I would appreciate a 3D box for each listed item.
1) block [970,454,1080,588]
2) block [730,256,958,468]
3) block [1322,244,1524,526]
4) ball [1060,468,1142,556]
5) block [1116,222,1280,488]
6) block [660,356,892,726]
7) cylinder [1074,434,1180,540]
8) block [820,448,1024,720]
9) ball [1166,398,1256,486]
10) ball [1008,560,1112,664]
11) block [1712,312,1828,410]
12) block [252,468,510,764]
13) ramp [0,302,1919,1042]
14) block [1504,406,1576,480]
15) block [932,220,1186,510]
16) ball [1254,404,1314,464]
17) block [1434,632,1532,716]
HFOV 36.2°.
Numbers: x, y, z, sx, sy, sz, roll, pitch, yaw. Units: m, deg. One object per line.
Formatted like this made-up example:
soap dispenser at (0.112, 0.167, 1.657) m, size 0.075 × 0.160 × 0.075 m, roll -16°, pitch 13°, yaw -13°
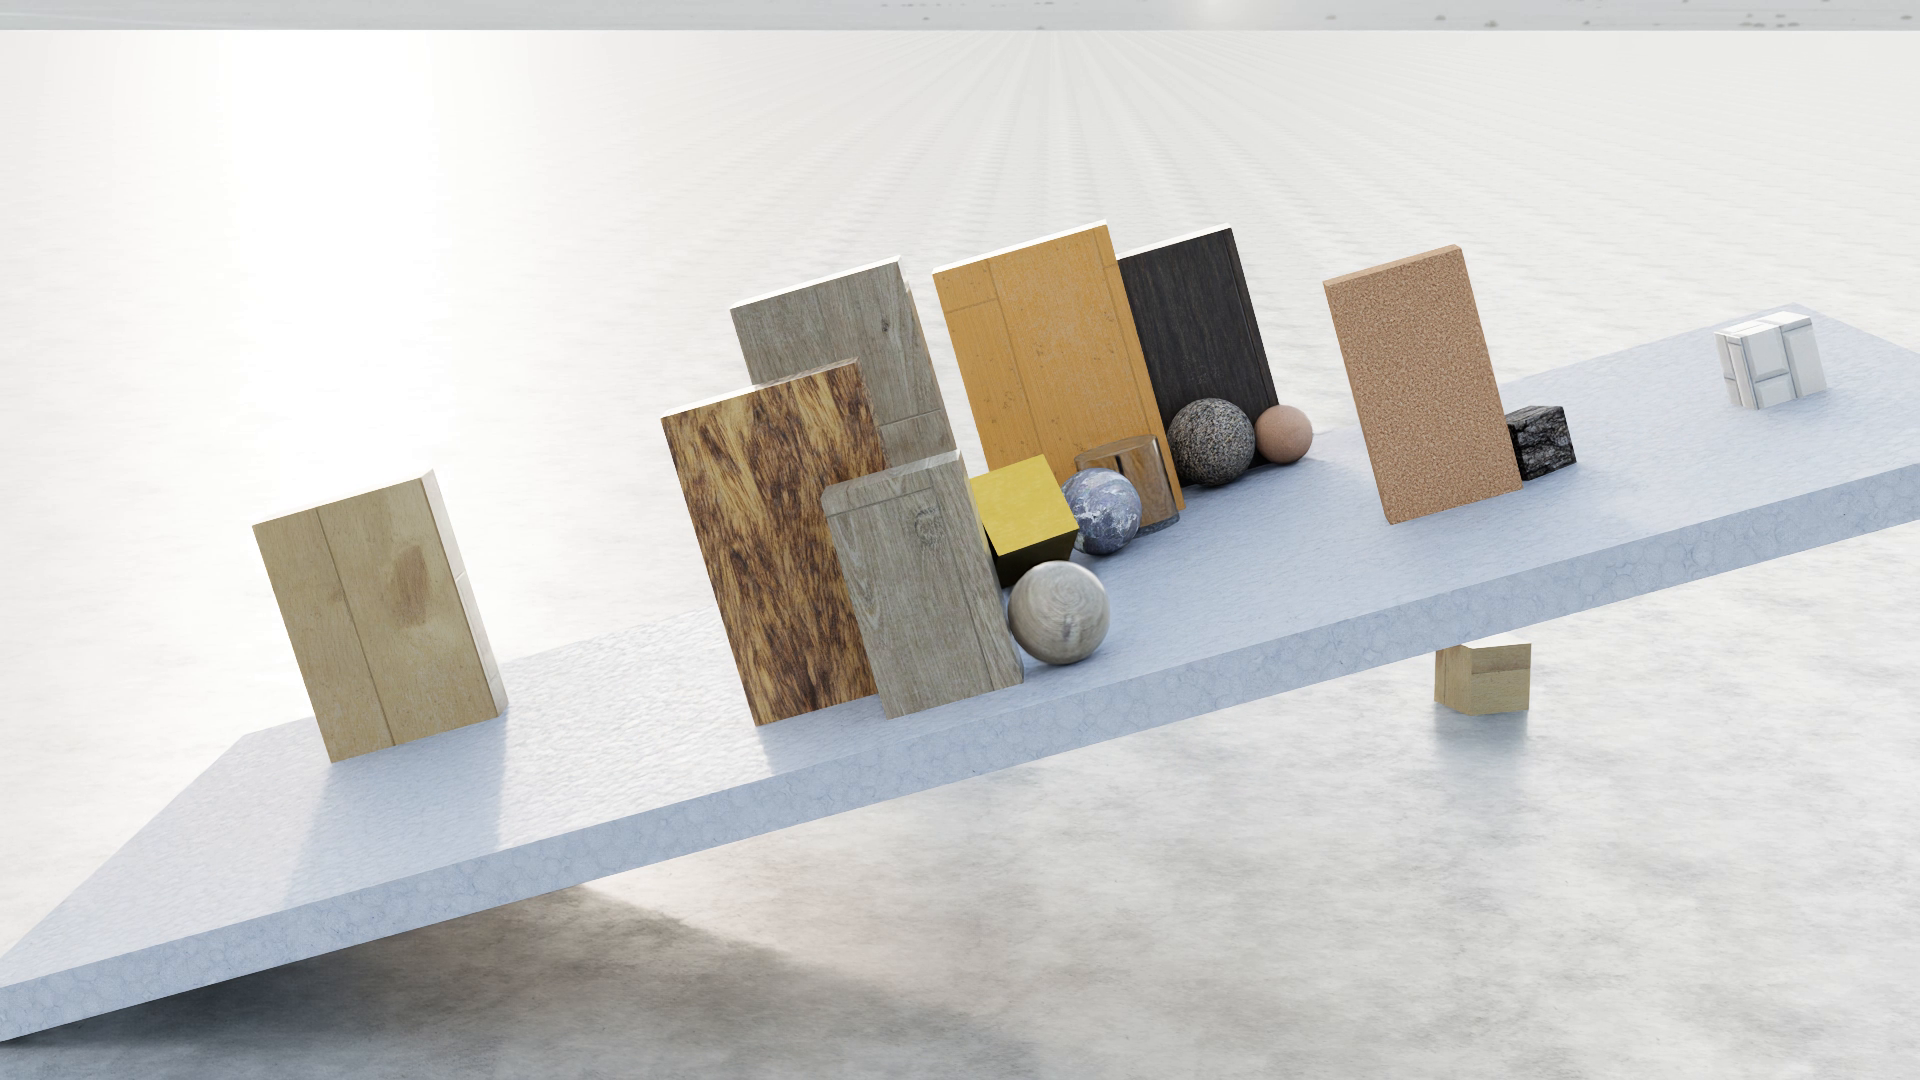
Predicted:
block at (0.121, -0.034, 6.432) m, size 0.192 × 0.192 × 0.192 m, roll -19°, pitch -22°, yaw -15°
block at (-0.196, -0.178, 6.253) m, size 0.366 × 0.773 × 0.138 m, roll -16°, pitch 10°, yaw 5°
block at (0.936, -0.315, 5.951) m, size 0.276 × 0.504 × 0.105 m, roll -16°, pitch 10°, yaw 5°
ball at (0.304, -0.063, 6.500) m, size 0.195 × 0.195 × 0.195 m, roll 0°, pitch 11°, yaw 0°
block at (0.517, -0.425, 7.073) m, size 0.425 × 0.570 × 0.145 m, roll -16°, pitch 10°, yaw 5°
block at (-0.301, 0.003, 5.798) m, size 0.397 × 0.641 × 0.111 m, roll -16°, pitch 10°, yaw 5°
cylinder at (0.379, -0.116, 6.673) m, size 0.196 × 0.196 × 0.196 m, roll -16°, pitch 10°, yaw 3°
block at (-0.068, 0.083, 5.559) m, size 0.267 × 0.440 × 0.137 m, roll -16°, pitch 10°, yaw 5°
ball at (0.591, -0.230, 6.927) m, size 0.209 × 0.209 × 0.209 m, roll 0°, pitch 11°, yaw 0°
ball at (0.188, 0.137, 5.560) m, size 0.197 × 0.197 × 0.197 m, roll 0°, pitch 11°, yaw 0°
block at (1.677, -0.372, 6.092) m, size 0.155 × 0.155 × 0.155 m, roll -17°, pitch 10°, yaw -3°
block at (-1.322, 0.173, 6.729) m, size 0.405 × 0.575 × 0.132 m, roll -16°, pitch 10°, yaw 5°
ramp at (0.088, 0.188, 6.322) m, size 4.000 × 0.100 × 2.000 m, roll -16°, pitch 10°, yaw 5°
block at (1.172, -0.200, 6.055) m, size 0.121 × 0.121 × 0.121 m, roll -20°, pitch 10°, yaw -20°
block at (0.230, -0.352, 6.805) m, size 0.413 × 0.681 × 0.141 m, roll -16°, pitch 10°, yaw 5°
ball at (0.764, -0.250, 6.952) m, size 0.142 × 0.142 × 0.142 m, roll 0°, pitch 11°, yaw 0°
block at (1.448, 0.366, 8.150) m, size 0.189 × 0.189 × 0.189 m, roll -4°, pitch 11°, yaw -22°
